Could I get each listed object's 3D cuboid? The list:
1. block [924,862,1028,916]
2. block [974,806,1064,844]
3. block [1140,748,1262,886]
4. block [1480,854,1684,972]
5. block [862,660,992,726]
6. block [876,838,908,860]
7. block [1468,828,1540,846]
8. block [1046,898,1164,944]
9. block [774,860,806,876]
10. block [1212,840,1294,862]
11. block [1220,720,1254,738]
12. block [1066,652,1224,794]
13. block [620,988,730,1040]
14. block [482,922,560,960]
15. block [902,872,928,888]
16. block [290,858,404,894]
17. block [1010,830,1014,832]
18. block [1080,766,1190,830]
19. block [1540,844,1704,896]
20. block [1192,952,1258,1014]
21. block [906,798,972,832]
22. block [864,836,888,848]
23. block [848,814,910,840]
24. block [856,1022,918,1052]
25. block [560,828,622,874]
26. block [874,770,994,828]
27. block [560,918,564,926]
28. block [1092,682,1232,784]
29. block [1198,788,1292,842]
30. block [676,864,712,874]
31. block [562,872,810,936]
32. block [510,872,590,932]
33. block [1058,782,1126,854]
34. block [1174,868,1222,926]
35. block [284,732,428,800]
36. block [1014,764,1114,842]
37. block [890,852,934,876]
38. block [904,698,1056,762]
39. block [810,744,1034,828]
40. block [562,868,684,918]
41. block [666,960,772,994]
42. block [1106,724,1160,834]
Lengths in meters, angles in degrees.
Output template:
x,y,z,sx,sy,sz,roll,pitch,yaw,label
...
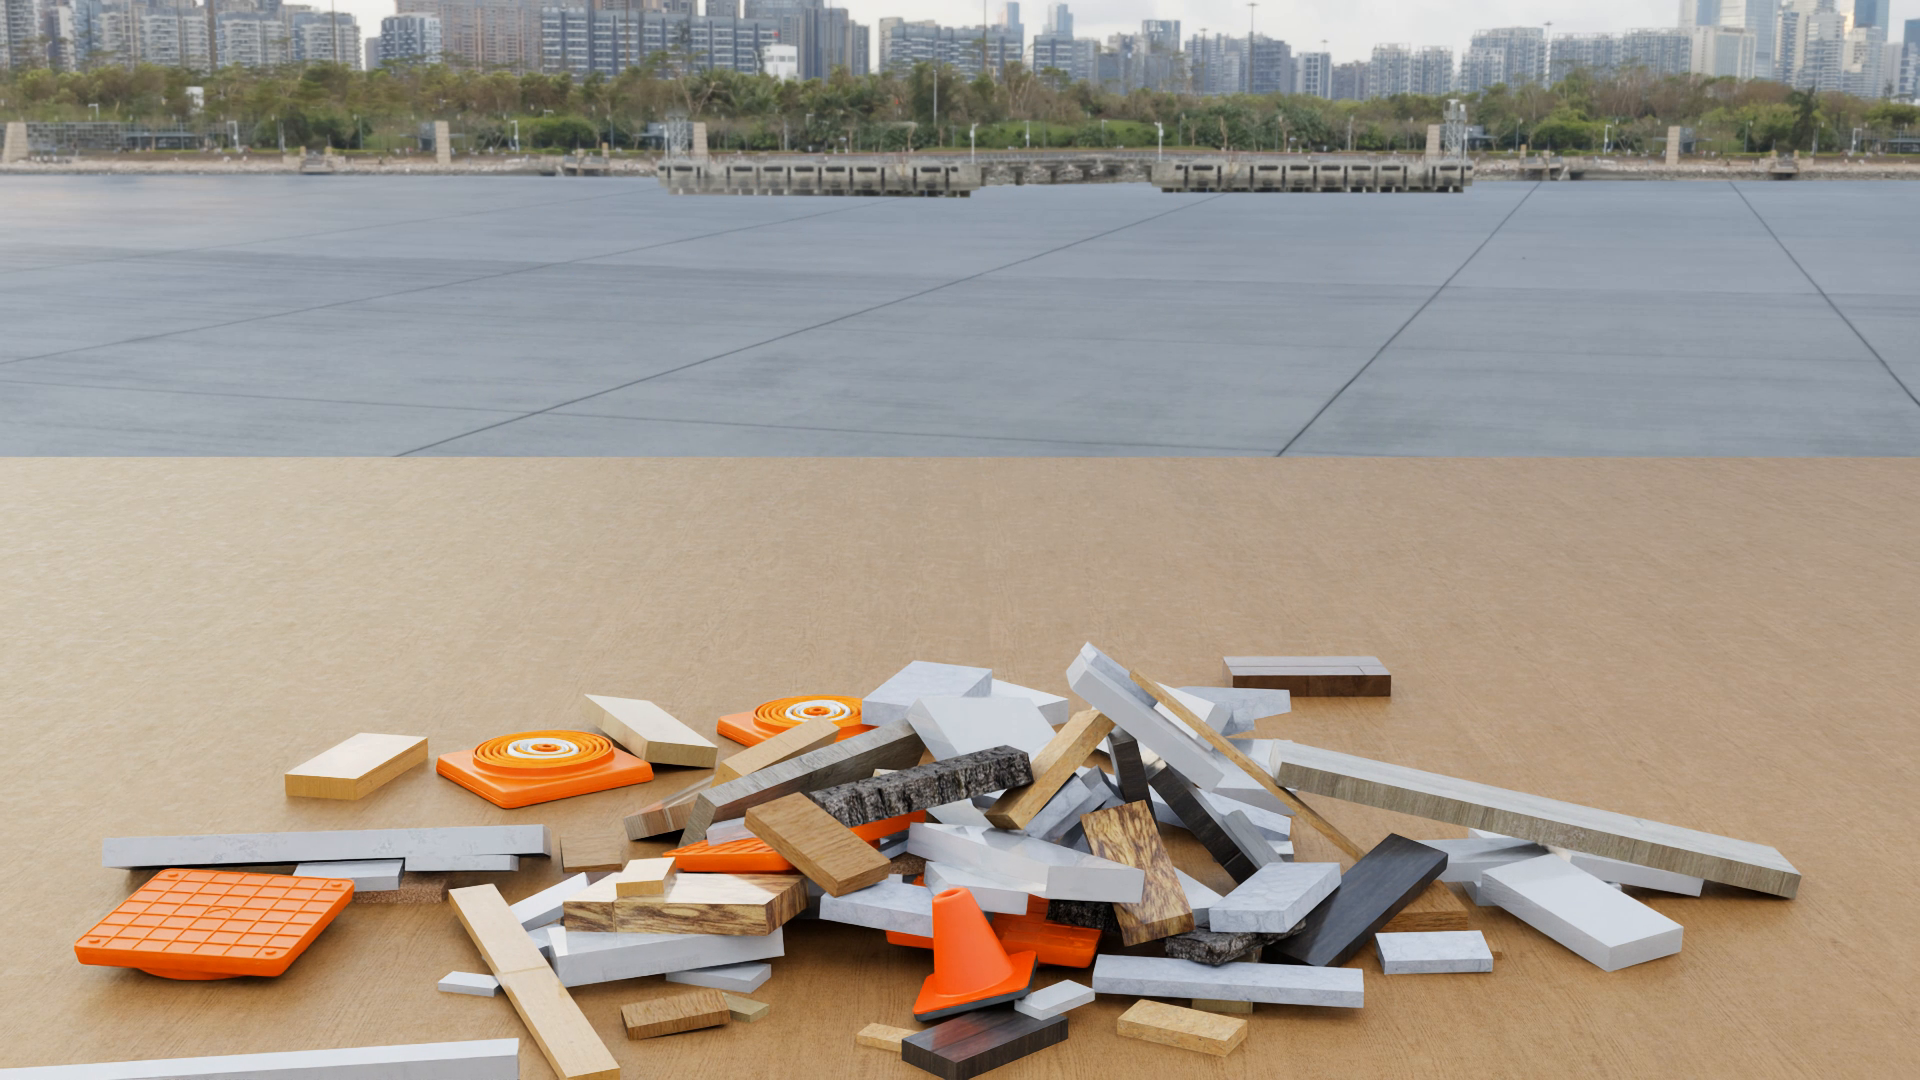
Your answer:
x,y,z,sx,sy,sz,roll,pitch,yaw,label
0.022,0.527,3.334,0.120,0.034,0.240,8,-2,-9,block
0.118,0.512,3.956,0.170,0.048,0.390,0,11,-3,block
0.409,0.471,3.648,0.040,0.285,0.143,-41,9,5,block
0.979,0.585,3.477,0.148,0.042,0.295,-9,19,-26,block
-0.066,0.329,4.640,0.178,0.050,0.356,6,12,16,block
-0.127,0.511,3.585,0.056,0.016,0.112,-15,3,43,block
1.000,0.531,3.923,0.163,0.023,0.081,-2,11,-10,block
0.247,0.574,3.398,0.217,0.031,0.108,11,12,5,block
-0.226,0.556,3.663,0.161,0.023,0.081,-1,11,-1,block
0.513,0.546,3.852,0.139,0.020,0.069,1,11,5,block
0.444,0.378,4.544,0.153,0.043,0.305,-8,3,-39,block
0.303,0.300,3.615,0.285,0.040,0.143,37,6,-5,block
-0.405,0.674,3.124,0.144,0.020,0.072,-7,16,-16,block
-0.661,0.629,3.405,0.070,0.020,0.140,9,14,41,block
-0.133,0.578,3.671,0.161,0.023,0.081,-1,11,-4,block
-1.014,0.558,3.645,0.171,0.024,0.086,-1,11,-7,block
0.092,0.528,3.722,0.101,0.029,0.203,9,31,15,block
0.334,0.474,4.006,0.235,0.033,0.117,17,7,-12,block
1.106,0.541,3.679,0.237,0.034,0.118,11,10,-9,block
0.394,0.653,3.260,0.087,0.025,0.175,2,11,10,block
-0.033,0.484,3.849,0.123,0.035,0.246,19,14,-13,block
-0.121,0.530,3.757,0.112,0.016,0.056,7,12,32,block
-0.124,0.488,3.937,0.123,0.035,0.246,1,11,11,block
-0.094,0.695,3.067,0.091,0.013,0.045,5,12,26,block
-0.643,0.547,3.823,0.097,0.028,0.194,-2,11,-12,block
-0.039,0.459,3.749,0.121,0.034,0.241,9,14,-37,block
-0.574,0.593,3.487,0.054,0.015,0.108,29,41,30,block
0.380,0.373,4.382,0.048,0.170,0.340,35,-9,-31,block
0.490,0.496,3.947,0.204,0.029,0.102,17,13,7,block
-0.419,0.563,3.612,0.054,0.015,0.146,-4,13,-42,block
-0.417,0.556,3.367,0.334,0.047,0.167,-2,6,19,block
-0.654,0.581,3.491,0.140,0.020,0.070,-24,23,-5,block
0.200,0.498,3.656,0.029,0.203,0.101,34,6,-7,block
0.317,0.546,3.439,0.110,0.031,0.220,2,14,-34,block
-1.186,0.444,4.337,0.149,0.042,0.299,2,11,13,block
0.162,0.458,3.638,0.203,0.029,0.101,-40,9,5,block
-0.113,0.530,3.606,0.161,0.023,0.081,-9,9,1,block
0.062,0.381,4.232,0.340,0.048,0.170,5,40,-50,block
-0.065,0.406,3.610,0.343,0.049,0.171,-13,2,-11,block
-0.543,0.578,3.549,0.194,0.028,0.097,-1,36,-7,block
-0.362,0.649,3.298,0.140,0.020,0.070,4,11,20,block
0.296,0.449,3.641,0.040,0.285,0.143,-15,11,-1,block
